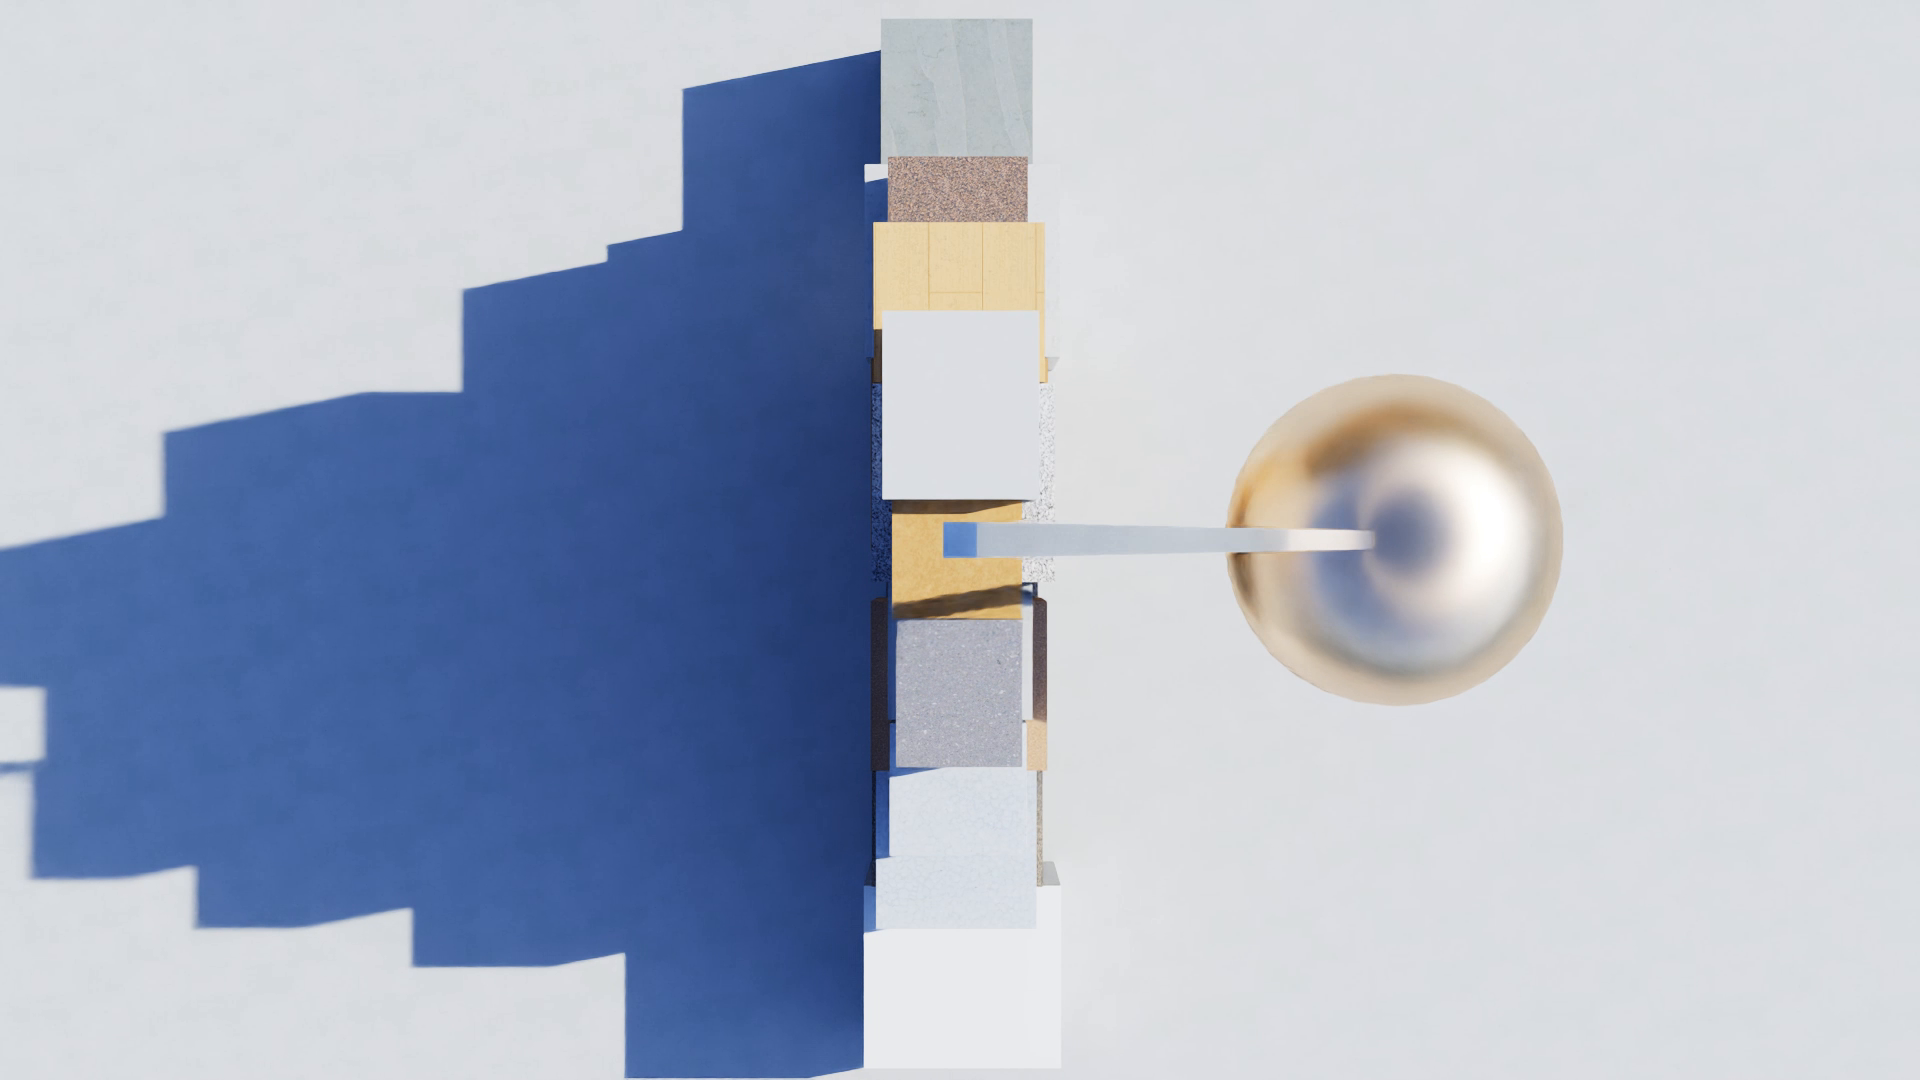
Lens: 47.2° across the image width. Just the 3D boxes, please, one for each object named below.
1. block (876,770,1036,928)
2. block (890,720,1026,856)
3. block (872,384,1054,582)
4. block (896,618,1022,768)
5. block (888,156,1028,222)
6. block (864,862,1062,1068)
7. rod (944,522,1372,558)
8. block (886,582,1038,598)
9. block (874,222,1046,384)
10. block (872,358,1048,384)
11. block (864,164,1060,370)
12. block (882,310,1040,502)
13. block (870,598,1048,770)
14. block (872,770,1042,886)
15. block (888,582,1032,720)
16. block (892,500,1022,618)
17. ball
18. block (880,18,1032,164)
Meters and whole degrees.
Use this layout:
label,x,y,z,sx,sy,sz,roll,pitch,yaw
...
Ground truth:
label,x,y,z,sx,sy,sz,roll,pitch,yaw
block,-0.019,1.579,11.596,0.819,0.756,0.810,0,90,0
block,-0.009,1.176,10.693,0.645,0.691,0.624,0,90,0
block,0.015,-0.268,10.639,0.853,0.805,0.925,0,90,0
block,-0.004,0.677,10.026,0.556,0.647,0.652,0,90,0
block,-0.011,-1.628,11.689,0.724,0.637,0.712,0,90,0
block,0.014,2.401,12.540,1.083,0.921,1.003,0,90,0
rod,0.899,0.000,7.369,0.080,5.200,0.080,0,90,20
block,0.012,0.519,12.567,0.837,0.867,0.913,0,90,0
block,-0.003,-1.113,10.654,0.800,0.766,0.745,0,90,0
block,-0.003,-0.469,12.505,0.966,0.990,1.044,0,90,0
block,0.014,-1.526,12.504,1.067,0.993,1.050,0,90,0
block,0.003,-0.588,9.893,0.679,0.684,0.818,0,90,0
block,-0.005,0.736,11.507,0.885,0.935,0.851,0,90,0
block,-0.014,1.437,12.487,0.930,1.026,0.904,0,90,0
block,0.000,0.528,10.767,0.689,0.547,0.662,0,90,0
block,-0.013,0.086,9.999,0.576,0.476,0.528,0,90,0
ball,2.074,0.000,10.559,1.600,1.600,1.600,0,90,0
block,-0.018,-2.482,12.620,0.846,0.761,0.841,0,90,0
